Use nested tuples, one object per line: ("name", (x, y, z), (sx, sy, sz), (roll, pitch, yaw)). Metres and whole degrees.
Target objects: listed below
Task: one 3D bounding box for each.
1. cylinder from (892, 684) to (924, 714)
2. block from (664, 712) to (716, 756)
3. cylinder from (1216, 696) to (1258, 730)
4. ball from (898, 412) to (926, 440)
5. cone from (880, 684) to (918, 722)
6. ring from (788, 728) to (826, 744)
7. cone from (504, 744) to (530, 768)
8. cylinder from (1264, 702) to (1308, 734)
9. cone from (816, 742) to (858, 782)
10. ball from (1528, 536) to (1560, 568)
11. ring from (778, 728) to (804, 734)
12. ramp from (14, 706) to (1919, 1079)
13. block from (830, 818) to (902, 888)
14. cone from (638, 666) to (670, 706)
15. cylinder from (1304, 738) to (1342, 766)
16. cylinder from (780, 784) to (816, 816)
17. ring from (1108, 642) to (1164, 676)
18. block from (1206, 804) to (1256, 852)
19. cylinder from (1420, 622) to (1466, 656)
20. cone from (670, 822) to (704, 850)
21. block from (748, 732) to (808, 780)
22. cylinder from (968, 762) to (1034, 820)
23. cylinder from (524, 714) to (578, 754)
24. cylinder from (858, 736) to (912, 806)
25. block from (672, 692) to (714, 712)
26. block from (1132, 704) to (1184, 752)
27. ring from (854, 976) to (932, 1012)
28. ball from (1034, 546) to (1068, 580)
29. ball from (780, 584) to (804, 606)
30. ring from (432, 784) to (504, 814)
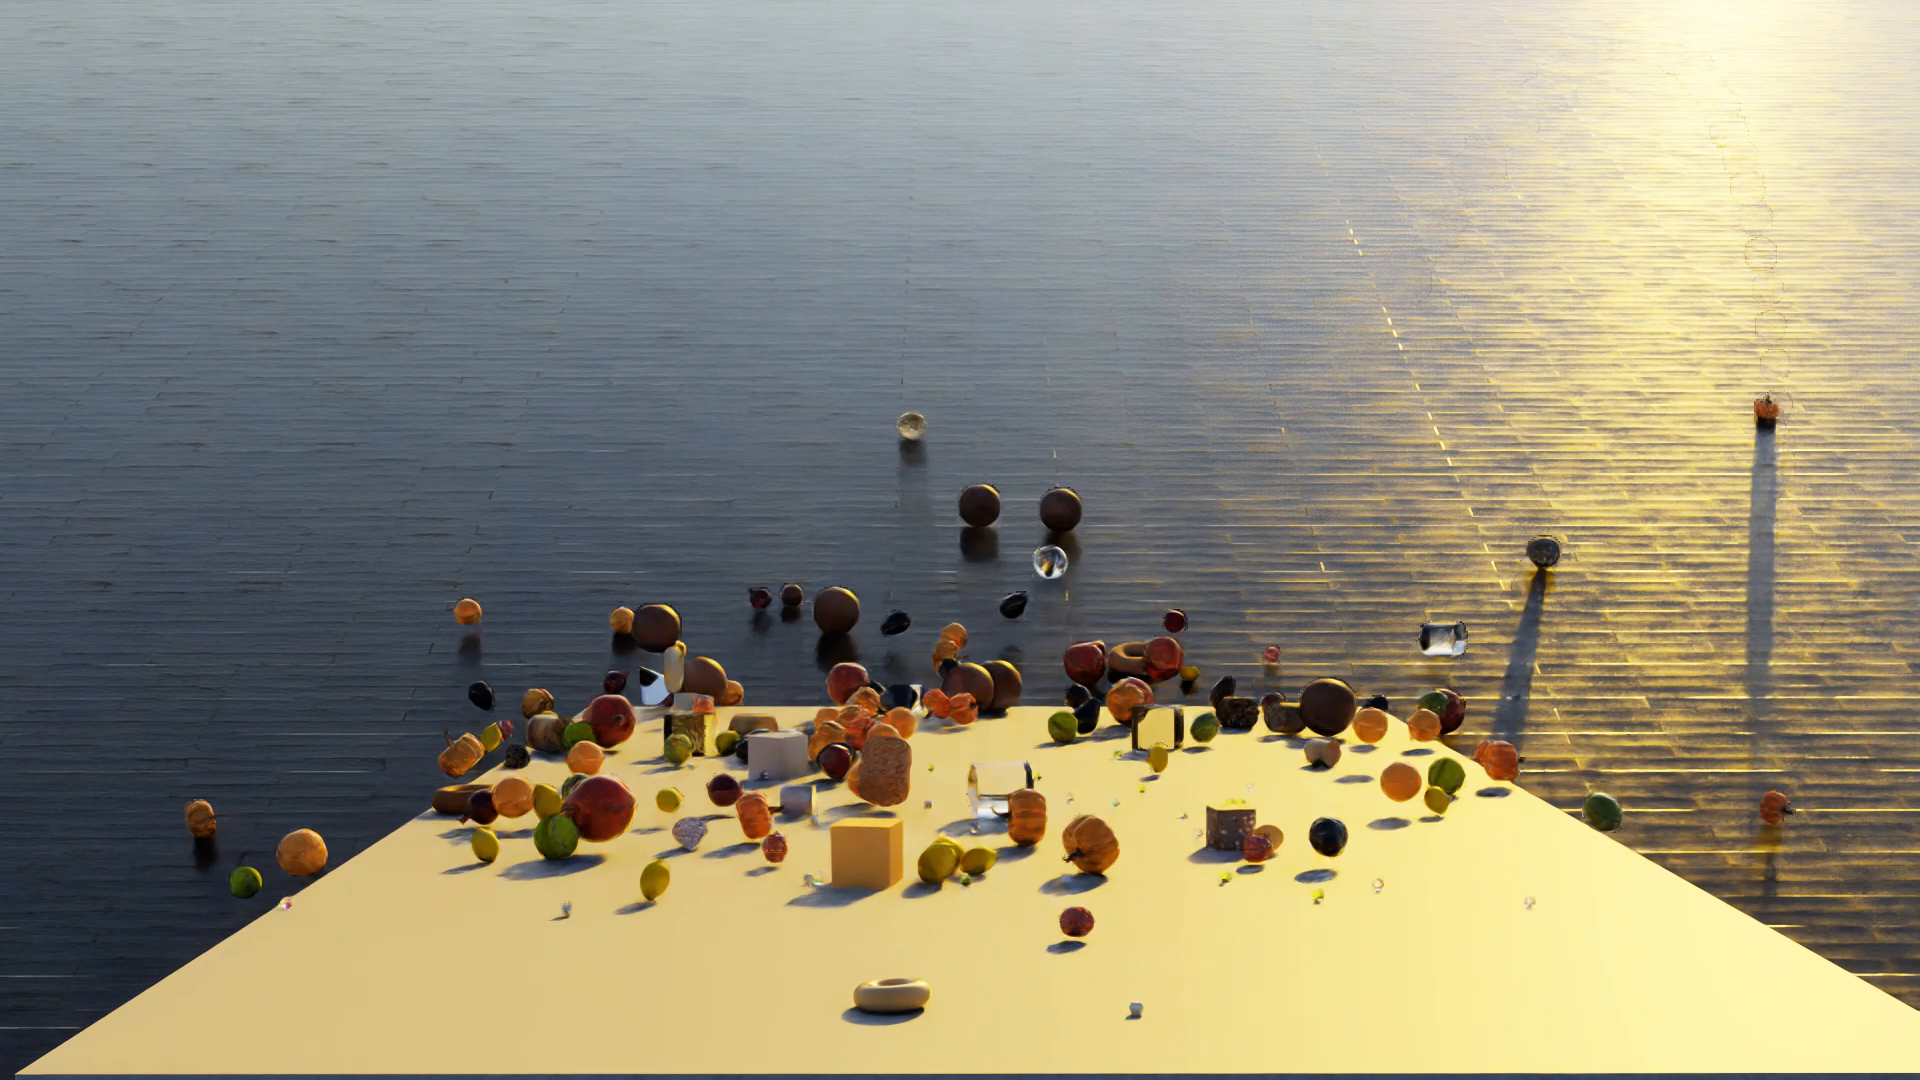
("cylinder", (-0.129, 0.389, 6.339), (0.070, 0.070, 0.070), (4, 24, -16))
("block", (-0.572, 0.411, 5.469), (0.085, 0.085, 0.085), (0, 2, 11))
("cylinder", (0.647, 0.403, 6.010), (0.070, 0.070, 0.070), (-20, 14, -36))
("ball", (-0.154, -0.369, 8.323), (0.090, 0.090, 0.090), (0, 26, 0))
("cone", (-0.138, 0.412, 6.210), (0.095, 0.095, 0.095), (-5, 29, -11))
("ring", (-0.342, 0.432, 5.685), (0.094, 0.031, 0.094), (3, 0, 0))
("cone", (-0.910, 0.448, 5.225), (0.053, 0.053, 0.053), (-35, -1, 41))
("cylinder", (0.742, 0.404, 5.865), (0.070, 0.070, 0.070), (4, 18, -38))
("cone", (-0.235, 0.448, 4.990), (0.081, 0.081, 0.081), (-3, 28, -6))
("ball", (1.694, 0.035, 7.478), (0.092, 0.092, 0.092), (0, 26, 0))
("ring", (-0.390, 0.432, 5.581), (0.113, 0.038, 0.113), (-1, 2, 0))
("ramp", (0.058, 0.527, 4.564), (2.000, 0.100, 4.000), (0, 2, 0))
("block", (-0.135, 0.455, 3.759), (0.087, 0.087, 0.087), (0, 2, 12))
("cone", (-0.785, 0.349, 6.500), (0.096, 0.096, 0.096), (-20, 37, 16))
("cylinder", (0.738, 0.432, 5.245), (0.052, 0.052, 0.052), (-18, 11, -33))
("cylinder", (-0.281, 0.451, 4.484), (0.055, 0.055, 0.055), (0, 25, 8))
("ring", (0.473, 0.320, 6.931), (0.149, 0.050, 0.149), (-1, 23, 1))
("block", (0.430, 0.457, 4.096), (0.065, 0.065, 0.065), (0, 2, -10))
("cylinder", (1.298, 0.267, 6.929), (0.088, 0.088, 0.088), (-1, 20, 38))
("cone", (-0.426, 0.478, 4.075), (0.057, 0.057, 0.057), (-9, 8, -18))
("block", (-0.355, 0.423, 5.049), (0.083, 0.083, 0.083), (1, 2, 37))
("cylinder", (0.070, 0.431, 4.443), (0.096, 0.096, 0.096), (-2, 26, -11))
("cylinder", (-0.872, 0.413, 5.501), (0.079, 0.079, 0.079), (1, 20, 43))
("cylinder", (-0.132, 0.408, 4.554), (0.089, 0.089, 0.089), (1, 49, 3))
("block", (-0.632, 0.397, 6.088), (0.066, 0.066, 0.066), (-2, -10, 44))
("block", (0.426, 0.404, 5.556), (0.093, 0.093, 0.093), (1, 2, 20))
("ring", (-0.076, 0.507, 2.877), (0.088, 0.029, 0.088), (-4, 0, 0))
("ball", (0.262, 0.065, 7.409), (0.098, 0.098, 0.098), (0, 26, 0))
("ball", (-0.473, 0.156, 7.259), (0.064, 0.064, 0.064), (0, 26, 0))
("ring", (-0.866, 0.457, 4.543), (0.128, 0.043, 0.128), (-1, 2, 0))
